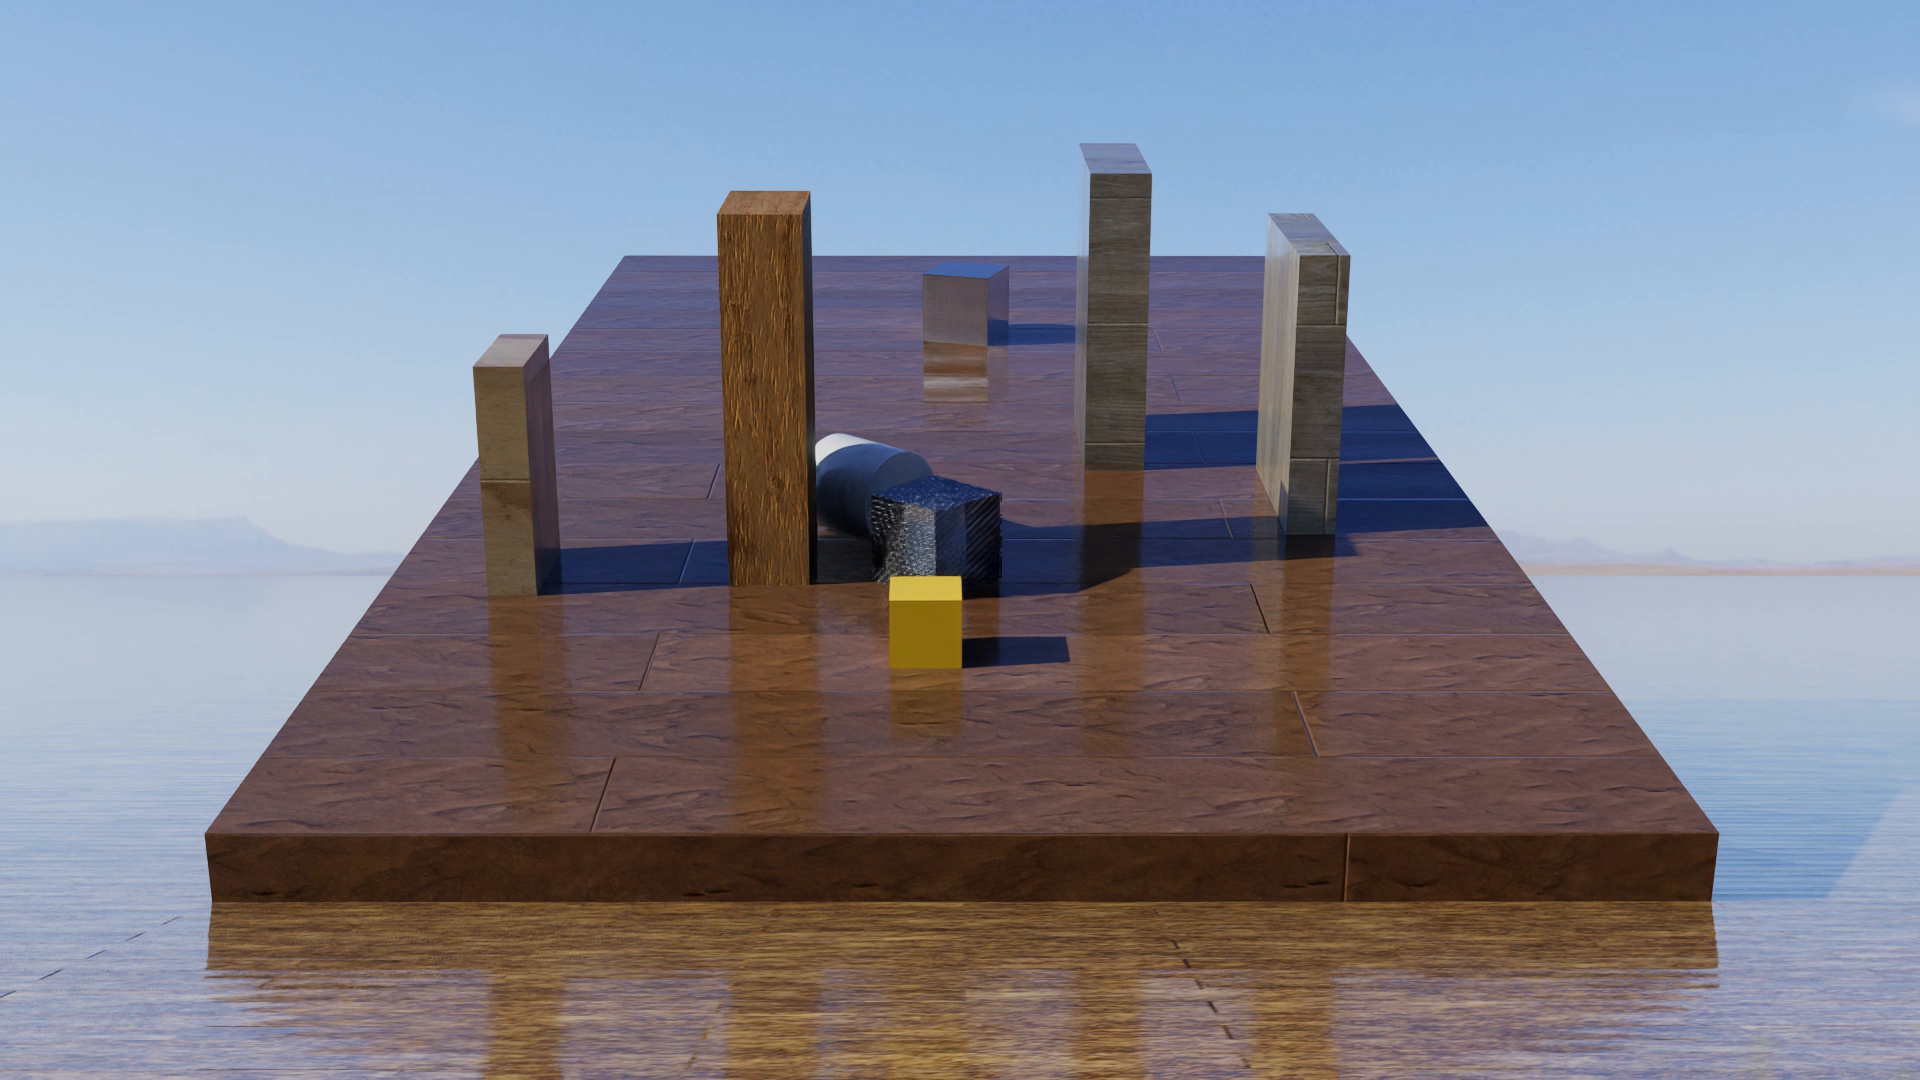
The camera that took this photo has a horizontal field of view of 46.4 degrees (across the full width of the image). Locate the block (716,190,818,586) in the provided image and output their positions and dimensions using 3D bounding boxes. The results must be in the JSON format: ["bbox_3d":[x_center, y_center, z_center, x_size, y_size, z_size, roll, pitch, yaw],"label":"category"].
[{"bbox_3d":[-0.332,-0.267,3.910,0.141,0.648,0.240,0,18,0],"label":"block"}]

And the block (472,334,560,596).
[{"bbox_3d":[-0.768,-0.134,3.895,0.084,0.404,0.243,0,18,0],"label":"block"}]

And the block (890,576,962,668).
[{"bbox_3d":[-0.054,0.130,3.557,0.114,0.114,0.114,0,18,-1],"label":"block"}]

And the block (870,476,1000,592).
[{"bbox_3d":[-0.043,-0.006,3.902,0.158,0.158,0.158,17,24,41],"label":"block"}]

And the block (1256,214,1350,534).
[{"bbox_3d":[0.653,-0.328,4.299,0.091,0.525,0.438,0,18,0],"label":"block"}]

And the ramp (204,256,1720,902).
[{"bbox_3d":[-0.004,-0.188,4.872,2.000,0.100,4.000,0,18,0],"label":"ramp"}]

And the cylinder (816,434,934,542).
[{"bbox_3d":[-0.172,-0.093,4.133,0.179,0.179,0.179,17,11,42],"label":"cylinder"}]

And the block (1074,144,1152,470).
[{"bbox_3d":[0.315,-0.494,4.674,0.122,0.606,0.412,0,18,0],"label":"block"}]

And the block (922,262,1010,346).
[{"bbox_3d":[0.016,-0.603,5.701,0.172,0.172,0.172,6,19,18],"label":"block"}]
